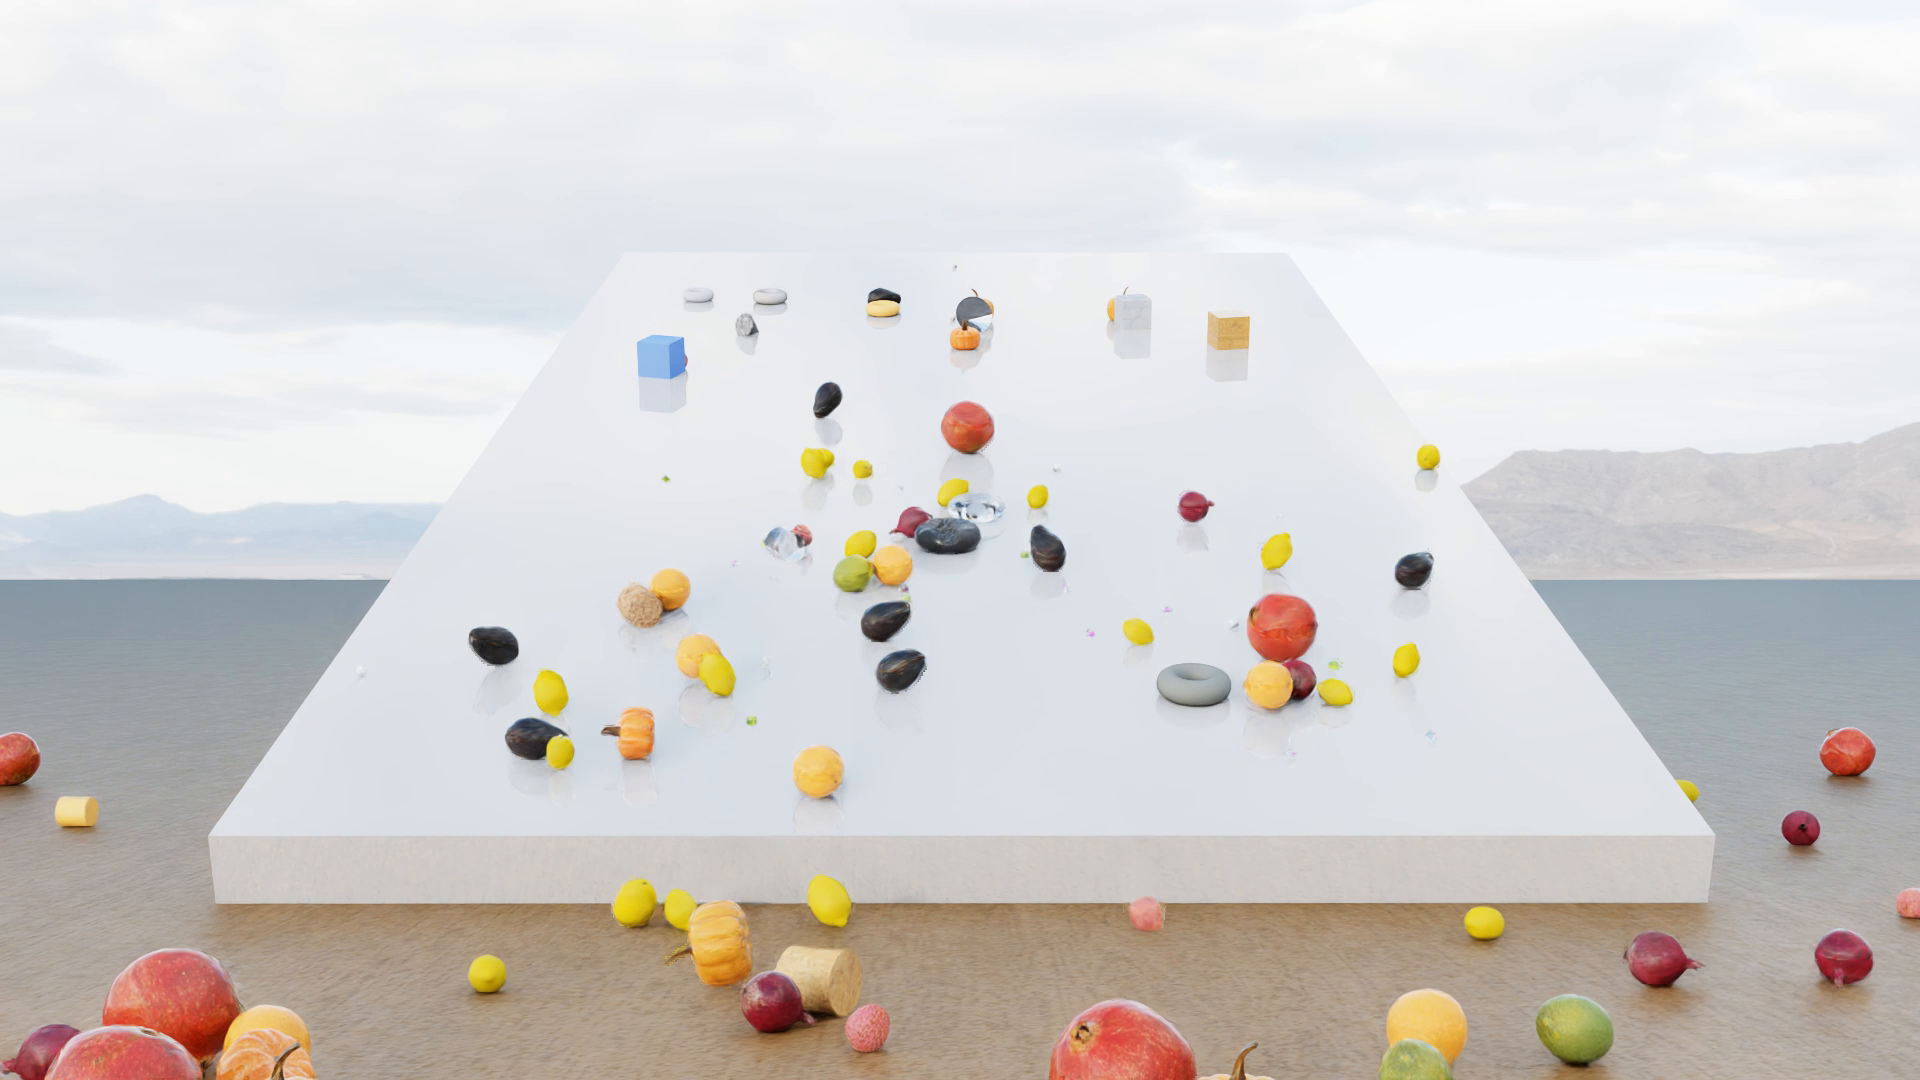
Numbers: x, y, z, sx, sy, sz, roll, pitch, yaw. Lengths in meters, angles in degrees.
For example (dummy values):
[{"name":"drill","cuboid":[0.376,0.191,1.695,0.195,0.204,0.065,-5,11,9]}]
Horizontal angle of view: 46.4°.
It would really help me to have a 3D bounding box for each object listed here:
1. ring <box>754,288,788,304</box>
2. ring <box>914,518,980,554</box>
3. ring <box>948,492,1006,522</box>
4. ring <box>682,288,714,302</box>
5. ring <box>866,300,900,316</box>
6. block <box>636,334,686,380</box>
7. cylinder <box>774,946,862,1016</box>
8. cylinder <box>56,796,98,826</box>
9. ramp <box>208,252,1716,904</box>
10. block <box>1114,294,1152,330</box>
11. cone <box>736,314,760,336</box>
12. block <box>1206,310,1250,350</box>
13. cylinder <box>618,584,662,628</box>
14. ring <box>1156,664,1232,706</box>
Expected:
[{"name":"ring","cuboid":[-0.517,-0.663,6.101,0.094,0.031,0.094,1,18,0]},{"name":"ring","cuboid":[-0.023,-0.008,4.115,0.123,0.041,0.123,-1,20,0]},{"name":"ring","cuboid":[0.032,-0.062,4.286,0.111,0.037,0.111,0,17,0]},{"name":"ring","cuboid":[-0.715,-0.669,6.124,0.086,0.029,0.086,1,20,0]},{"name":"ring","cuboid":[-0.205,-0.615,5.959,0.092,0.031,0.092,-1,19,0]},{"name":"block","cuboid":[-0.711,-0.436,5.333,0.084,0.084,0.084,6,19,18]},{"name":"cylinder","cuboid":[-0.143,0.444,2.258,0.064,0.064,0.064,0,-1,29]},{"name":"cylinder","cuboid":[-1.544,0.474,3.921,0.052,0.052,0.052,0,-1,5]},{"name":"ramp","cuboid":[-0.004,-0.191,4.888,2.000,0.100,4.000,0,18,0]},{"name":"block","cuboid":[0.449,-0.592,5.817,0.077,0.077,0.077,-4,19,-12]},{"name":"cone","cuboid":[-0.533,-0.543,5.747,0.061,0.061,0.061,-1,-12,35]},{"name":"block","cuboid":[0.672,-0.527,5.614,0.082,0.082,0.082,-4,19,-12]},{"name":"cylinder","cuboid":[-0.532,0.111,3.727,0.059,0.059,0.059,0,16,-28]},{"name":"ring","cuboid":[0.358,0.221,3.433,0.115,0.038,0.115,1,17,0]}]
